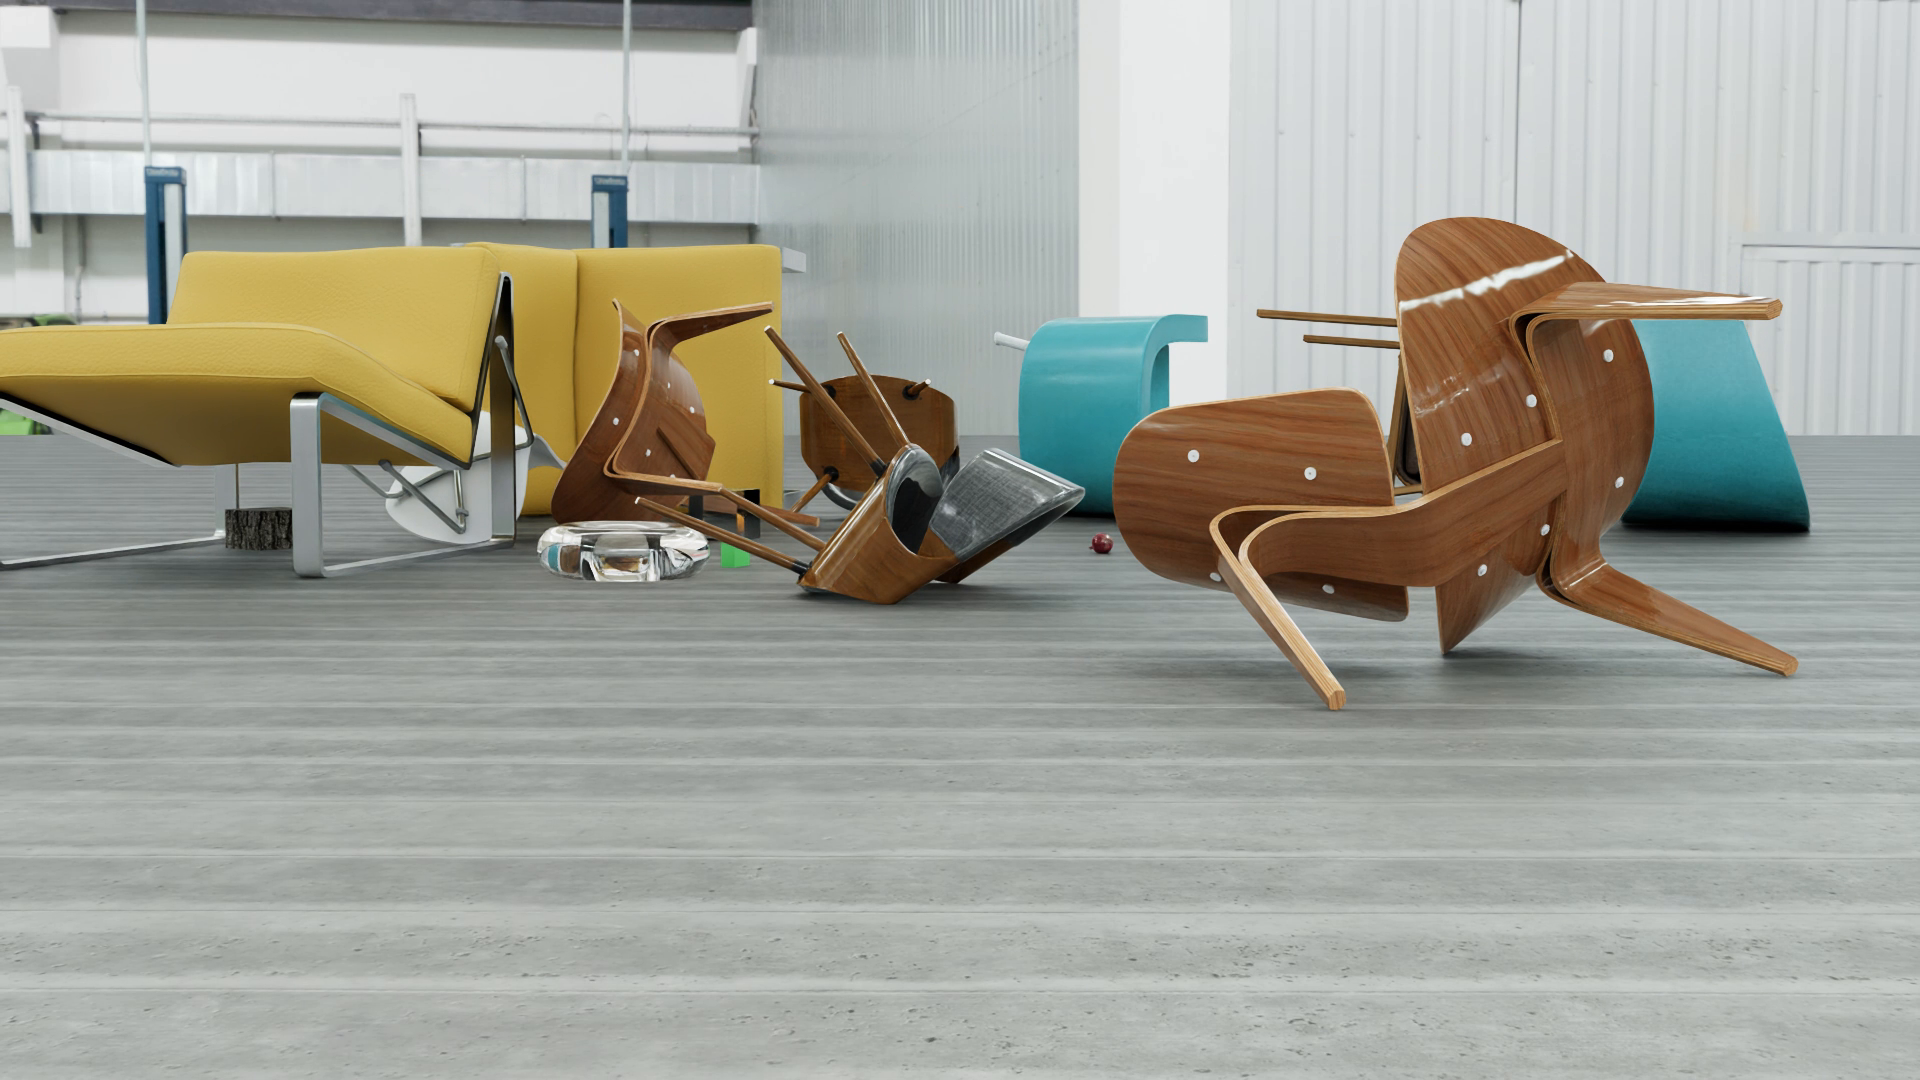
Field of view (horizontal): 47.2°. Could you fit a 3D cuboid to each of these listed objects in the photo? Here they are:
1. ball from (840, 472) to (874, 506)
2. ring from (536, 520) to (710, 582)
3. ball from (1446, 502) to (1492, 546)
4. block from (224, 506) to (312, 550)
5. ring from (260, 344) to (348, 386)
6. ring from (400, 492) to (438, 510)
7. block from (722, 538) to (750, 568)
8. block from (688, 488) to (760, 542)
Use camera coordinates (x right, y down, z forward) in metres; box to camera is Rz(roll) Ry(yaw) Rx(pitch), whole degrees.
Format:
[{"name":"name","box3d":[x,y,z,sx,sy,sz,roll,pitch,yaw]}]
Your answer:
[{"name":"ball","box3d":[-0.394,-0.194,8.421,0.131,0.131,0.131,0,4,0]},{"name":"ring","box3d":[-0.807,0.026,5.273,0.424,0.126,0.364,2,5,19]},{"name":"ball","box3d":[1.452,-0.045,6.264,0.128,0.128,0.128,0,4,0]},{"name":"block","box3d":[-1.957,-0.033,6.225,0.163,0.110,0.174,3,5,40]},{"name":"ring","box3d":[-1.757,-0.467,5.891,0.271,0.072,0.217,-1,-14,39]},{"name":"ring","box3d":[-2.012,-0.144,8.170,0.139,0.067,0.149,2,5,11]},{"name":"block","box3d":[-0.570,0.032,5.580,0.039,0.068,0.077,2,4,23]},{"name":"block","box3d":[-0.703,-0.077,6.577,0.158,0.149,0.155,1,4,21]}]
